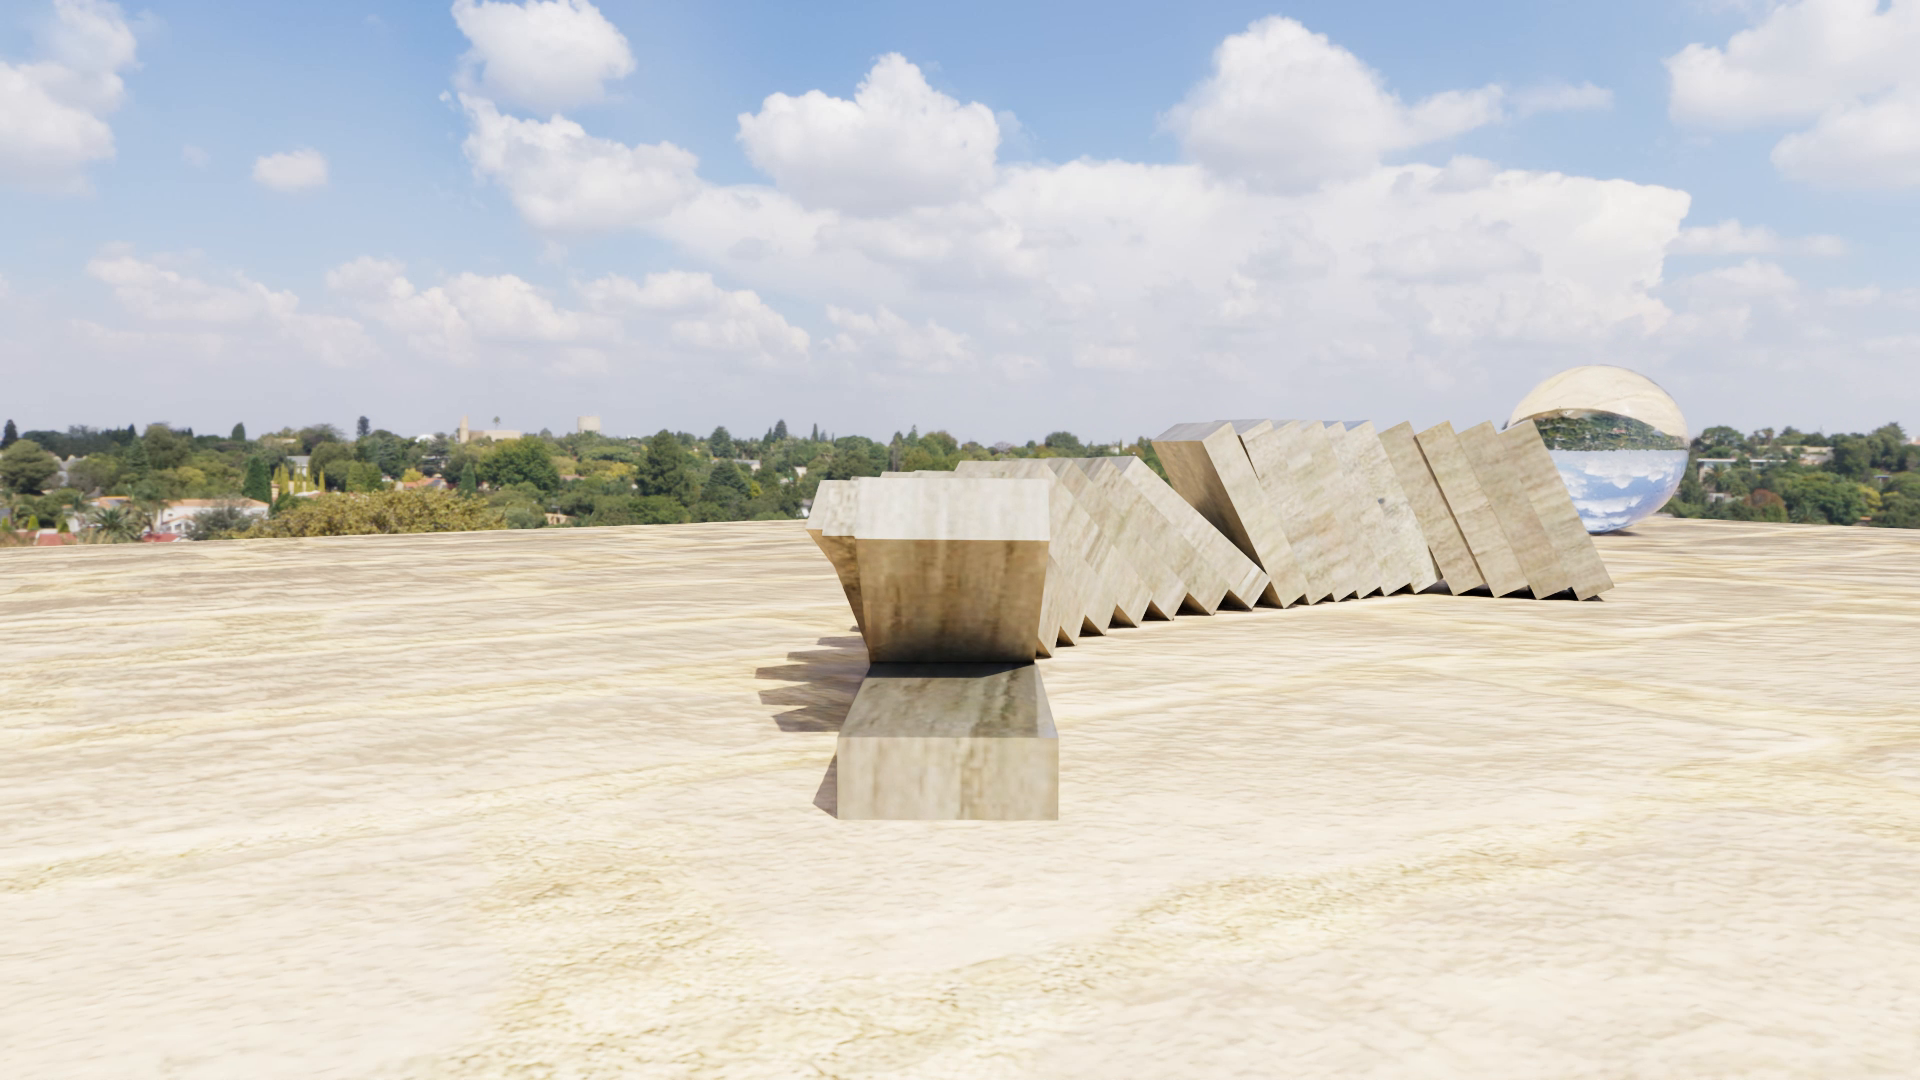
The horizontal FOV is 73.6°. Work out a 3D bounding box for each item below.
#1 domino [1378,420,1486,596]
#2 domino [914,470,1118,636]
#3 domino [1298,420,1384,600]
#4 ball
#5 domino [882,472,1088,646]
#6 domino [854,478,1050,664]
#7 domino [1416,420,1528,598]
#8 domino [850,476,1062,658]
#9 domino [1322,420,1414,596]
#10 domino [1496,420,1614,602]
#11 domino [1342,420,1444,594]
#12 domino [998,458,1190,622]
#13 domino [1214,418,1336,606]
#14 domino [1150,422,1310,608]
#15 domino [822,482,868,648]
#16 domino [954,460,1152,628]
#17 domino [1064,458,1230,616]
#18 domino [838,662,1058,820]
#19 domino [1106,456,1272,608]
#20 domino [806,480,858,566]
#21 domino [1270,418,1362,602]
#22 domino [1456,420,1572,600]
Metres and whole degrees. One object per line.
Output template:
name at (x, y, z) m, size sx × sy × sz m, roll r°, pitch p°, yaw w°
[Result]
domino at (0.136, -0.010, 0.371) m, size 0.010 × 0.050 × 0.025 m, roll -26°, pitch -5°, yaw 19°
domino at (0.011, 0.003, 0.278) m, size 0.025 × 0.010 × 0.050 m, roll 4°, pitch -30°, yaw 39°
domino at (0.098, -0.009, 0.359) m, size 0.010 × 0.050 × 0.025 m, roll -29°, pitch 14°, yaw -17°
ball at (0.301, -0.043, 0.609) m, size 0.080 × 0.080 × 0.080 m, roll 0°, pitch 4°, yaw 0°
domino at (0.005, 0.004, 0.261) m, size 0.025 × 0.009 × 0.050 m, roll 3°, pitch -31°, yaw 31°
domino at (-0.001, 0.009, 0.188) m, size 0.025 × 0.010 × 0.050 m, roll 1°, pitch -32°, yaw 0°
domino at (0.145, -0.009, 0.366) m, size 0.010 × 0.050 × 0.025 m, roll -26°, pitch -5°, yaw 19°
domino at (-0.001, 0.006, 0.244) m, size 0.025 × 0.009 × 0.050 m, roll 2°, pitch -30°, yaw 26°
domino at (0.109, -0.009, 0.367) m, size 0.010 × 0.050 × 0.025 m, roll -28°, pitch 8°, yaw -7°
domino at (0.165, -0.009, 0.359) m, size 0.010 × 0.050 × 0.025 m, roll -26°, pitch -5°, yaw 19°
domino at (0.120, -0.010, 0.372) m, size 0.010 × 0.050 × 0.025 m, roll -28°, pitch 6°, yaw -5°
domino at (0.030, 0.000, 0.307) m, size 0.050 × 0.010 × 0.025 m, roll 44°, pitch -22°, yaw -31°
domino at (0.081, -0.008, 0.345) m, size 0.010 × 0.050 × 0.025 m, roll -29°, pitch 14°, yaw -17°
domino at (0.071, -0.007, 0.337) m, size 0.009 × 0.050 × 0.025 m, roll -34°, pitch 15°, yaw -17°
domino at (-0.004, 0.008, 0.207) m, size 0.025 × 0.009 × 0.050 m, roll 0°, pitch -32°, yaw 8°
domino at (0.021, 0.001, 0.292) m, size 0.025 × 0.010 × 0.050 m, roll 4°, pitch -33°, yaw 45°
domino at (0.042, -0.001, 0.318) m, size 0.050 × 0.009 × 0.025 m, roll 42°, pitch -17°, yaw -26°
domino at (-0.001, 0.025, 0.170) m, size 0.025 × 0.009 × 0.050 m, roll 0°, pitch 4°, yaw 1°
domino at (0.054, -0.002, 0.330) m, size 0.050 × 0.010 × 0.025 m, roll 40°, pitch -12°, yaw -18°
domino at (-0.005, 0.007, 0.227) m, size 0.025 × 0.010 × 0.050 m, roll 2°, pitch -30°, yaw 22°
domino at (0.090, -0.008, 0.352) m, size 0.010 × 0.050 × 0.025 m, roll -29°, pitch 14°, yaw -17°
domino at (0.155, -0.009, 0.362) m, size 0.010 × 0.050 × 0.025 m, roll -26°, pitch -5°, yaw 19°
